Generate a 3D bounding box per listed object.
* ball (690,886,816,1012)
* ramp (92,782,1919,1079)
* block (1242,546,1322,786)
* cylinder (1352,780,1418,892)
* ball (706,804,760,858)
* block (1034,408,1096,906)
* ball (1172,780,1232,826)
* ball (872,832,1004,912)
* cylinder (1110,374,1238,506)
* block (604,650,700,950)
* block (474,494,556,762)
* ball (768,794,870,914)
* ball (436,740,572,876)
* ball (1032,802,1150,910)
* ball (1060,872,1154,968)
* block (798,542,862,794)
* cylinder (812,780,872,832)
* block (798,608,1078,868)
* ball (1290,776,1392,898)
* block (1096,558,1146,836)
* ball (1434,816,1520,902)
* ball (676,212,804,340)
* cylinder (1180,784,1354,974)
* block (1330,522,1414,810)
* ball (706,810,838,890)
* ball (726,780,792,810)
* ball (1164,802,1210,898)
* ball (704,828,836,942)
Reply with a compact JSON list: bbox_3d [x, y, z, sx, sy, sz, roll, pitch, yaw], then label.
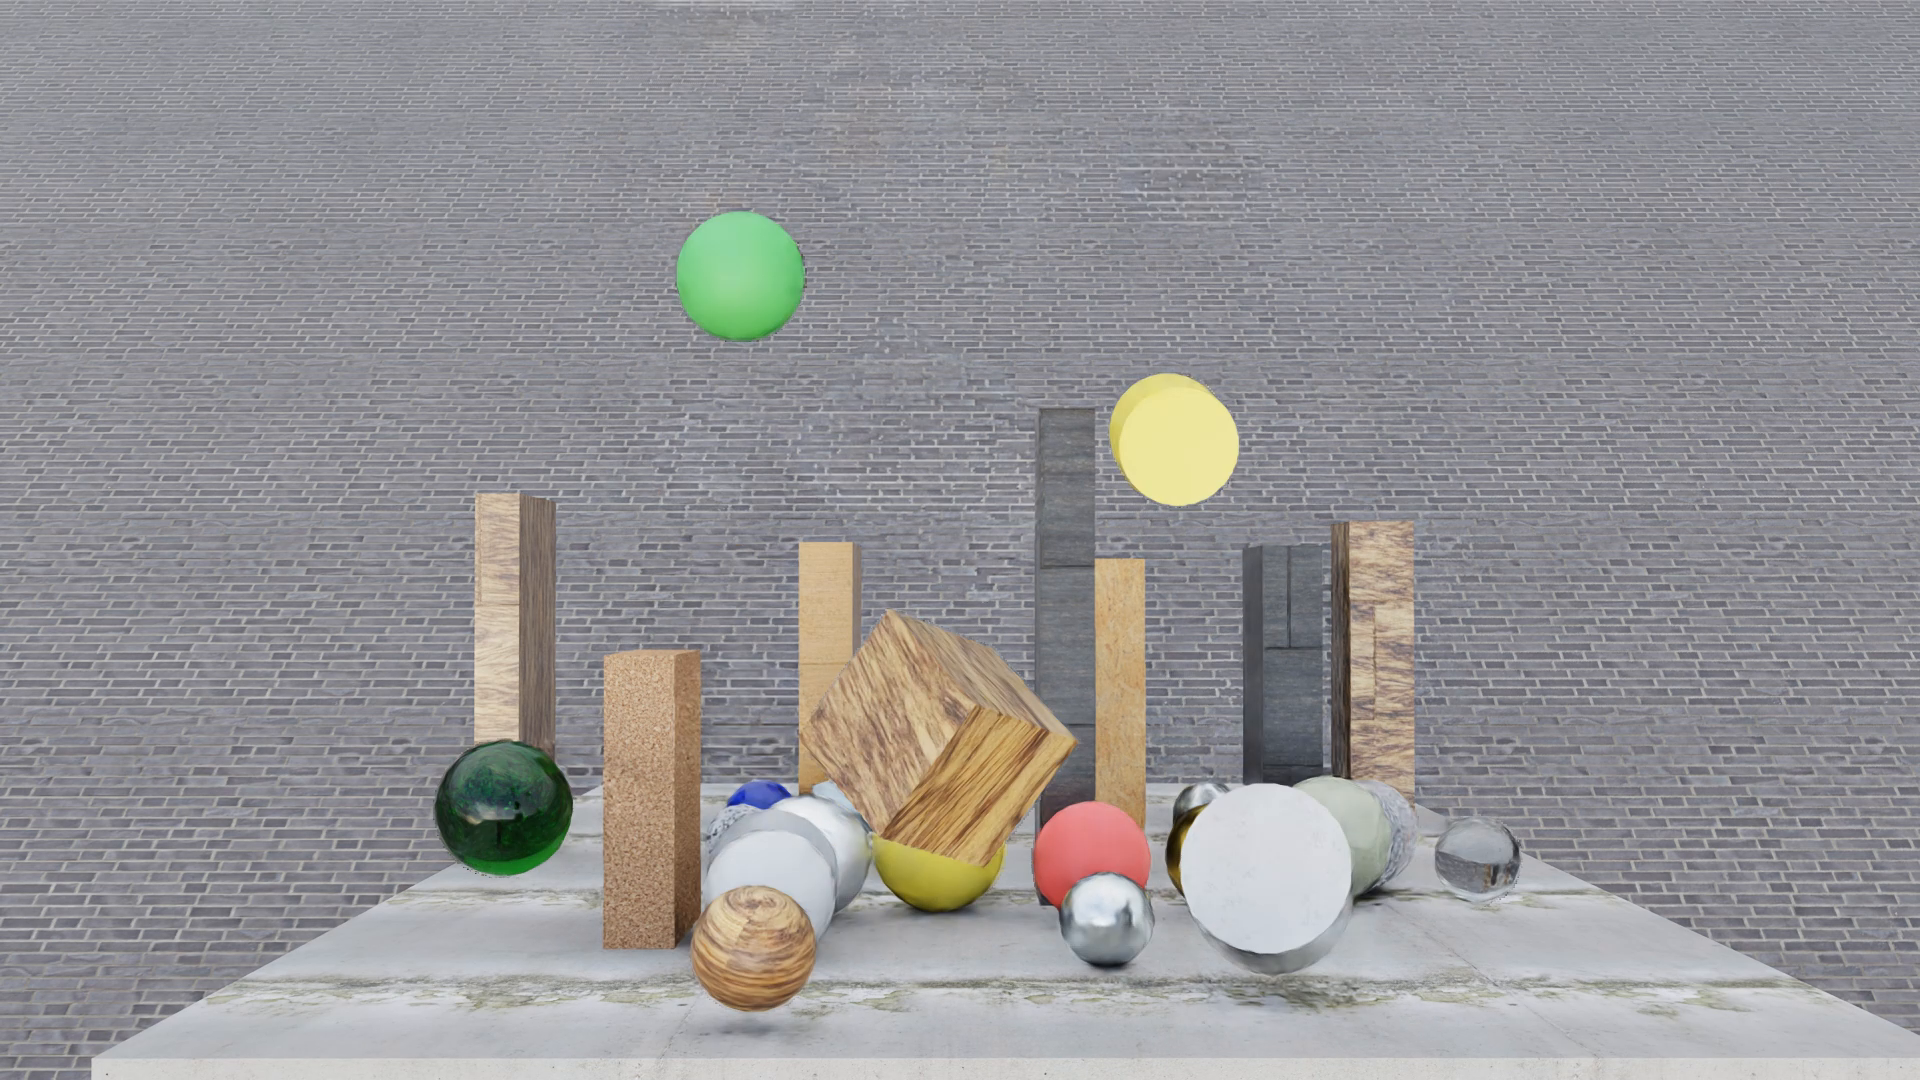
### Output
[{"bbox_3d":[-0.235,0.466,2.957,0.143,0.143,0.143,0,33,0],"label":"ball"},{"bbox_3d":[0.074,0.643,4.764,2.000,0.100,4.000,0,-1,0],"label":"ramp"},{"bbox_3d":[0.705,0.314,5.687,0.126,0.596,0.389,0,-1,0],"label":"block"},{"bbox_3d":[0.660,0.493,4.320,0.179,0.179,0.179,12,2,18],"label":"cylinder"},{"bbox_3d":[-0.381,0.525,4.530,0.127,0.127,0.127,0,33,0],"label":"ball"},{"bbox_3d":[0.171,0.188,4.253,0.088,0.790,0.285,0,-1,0],"label":"block"},{"bbox_3d":[0.474,0.528,4.955,0.138,0.138,0.138,0,33,0],"label":"ball"},{"bbox_3d":[-0.033,0.475,4.042,0.206,0.206,0.206,0,33,0],"label":"ball"},{"bbox_3d":[0.237,-0.113,2.889,0.130,0.130,0.130,-1,10,-1],"label":"cylinder"},{"bbox_3d":[-0.448,0.369,3.800,0.099,0.409,0.365,0,-1,0],"label":"block"},{"bbox_3d":[-0.841,0.258,4.920,0.080,0.677,0.429,0,-1,0],"label":"block"},{"bbox_3d":[-0.231,0.481,3.935,0.190,0.190,0.190,0,33,0],"label":"ball"},{"bbox_3d":[-0.626,0.368,3.566,0.186,0.186,0.186,0,33,0],"label":"ball"},{"bbox_3d":[0.200,0.486,3.933,0.179,0.179,0.179,0,33,0],"label":"ball"},{"bbox_3d":[0.194,0.503,3.440,0.126,0.126,0.126,0,33,0],"label":"ball"},{"bbox_3d":[-0.251,0.304,5.055,0.100,0.591,0.432,0,-1,0],"label":"block"},{"bbox_3d":[-0.202,0.490,4.778,0.114,0.114,0.114,-17,36,-6],"label":"cylinder"},{"bbox_3d":[-0.022,0.197,2.561,0.161,0.161,0.161,23,17,-47],"label":"block"},{"bbox_3d":[0.587,0.479,4.141,0.203,0.203,0.203,0,33,0],"label":"ball"},{"bbox_3d":[0.304,0.321,5.261,0.121,0.563,0.312,0,-1,0],"label":"block"},{"bbox_3d":[0.830,0.512,4.164,0.137,0.137,0.137,0,33,0],"label":"ball"},{"bbox_3d":[-0.235,-0.283,2.778,0.138,0.138,0.138,0,33,0],"label":"ball"},{"bbox_3d":[0.379,0.418,3.181,0.204,0.204,0.204,-3,73,8],"label":"cylinder"},{"bbox_3d":[0.883,0.286,5.564,0.134,0.646,0.274,0,-1,0],"label":"block"},{"bbox_3d":[-0.266,0.478,3.690,0.188,0.188,0.188,0,33,0],"label":"ball"},{"bbox_3d":[-0.366,0.510,4.792,0.134,0.134,0.134,0,33,0],"label":"ball"},{"bbox_3d":[0.405,0.494,4.061,0.169,0.169,0.169,0,33,0],"label":"ball"},{"bbox_3d":[-0.256,0.478,3.499,0.178,0.178,0.178,0,33,0],"label":"ball"}]
